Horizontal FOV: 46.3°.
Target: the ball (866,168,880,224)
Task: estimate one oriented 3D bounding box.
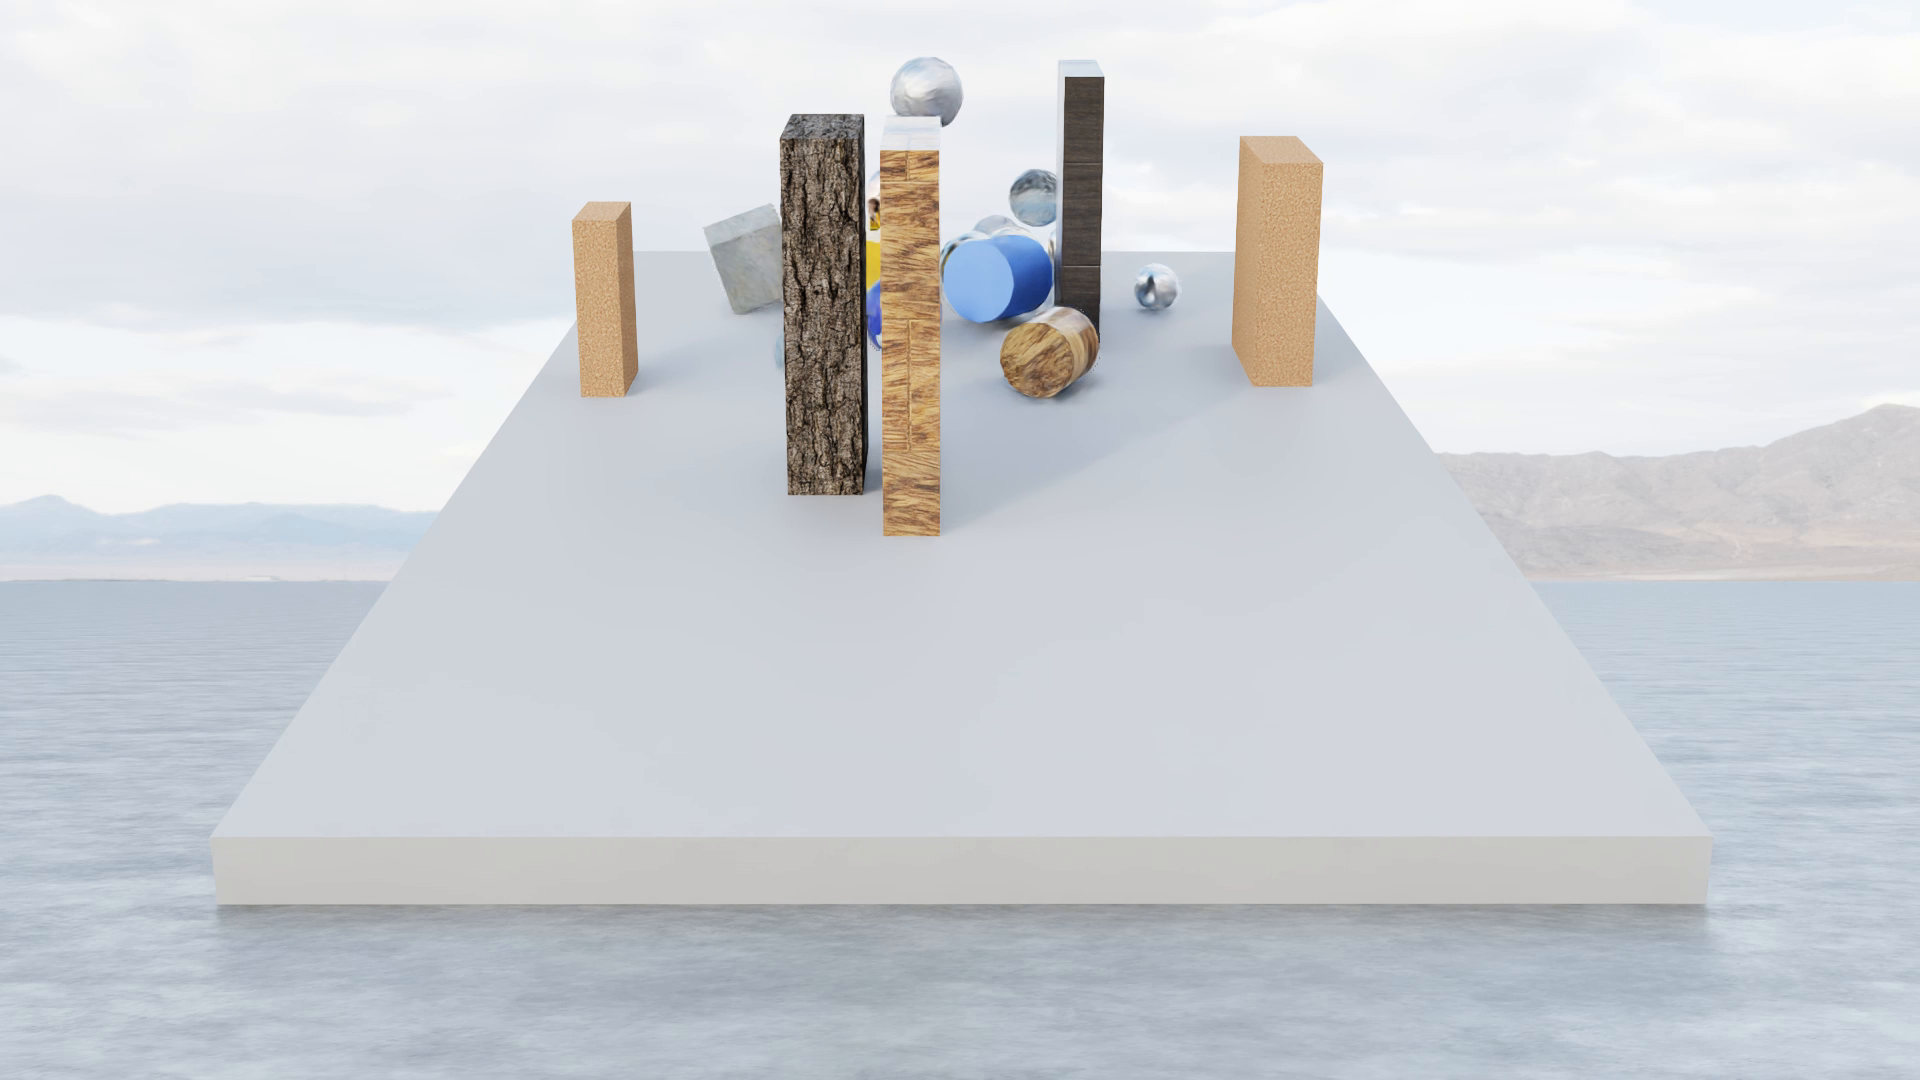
[{"bbox_3d":[-0.165,-0.929,6.068,0.187,0.187,0.187,0,-1,0],"label":"ball"}]

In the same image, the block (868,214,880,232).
[{"bbox_3d":[-0.169,-0.891,6.529,0.192,0.192,0.192,-1,19,-4],"label":"block"}]

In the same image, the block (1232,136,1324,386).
[{"bbox_3d":[0.752,-0.672,5.357,0.138,0.521,0.423,0,18,0],"label":"block"}]

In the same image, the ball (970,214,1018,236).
[{"bbox_3d":[0.105,-0.858,6.477,0.162,0.162,0.162,0,-1,0],"label":"ball"}]

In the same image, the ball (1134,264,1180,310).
[{"bbox_3d":[0.525,-0.677,5.996,0.124,0.124,0.124,0,-1,0],"label":"ball"}]

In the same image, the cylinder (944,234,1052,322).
[{"bbox_3d":[0.099,-0.678,5.806,0.208,0.208,0.208,-1,11,32],"label":"cylinder"}]

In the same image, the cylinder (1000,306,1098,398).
[{"bbox_3d":[0.208,-0.436,5.188,0.177,0.177,0.177,0,17,24],"label":"cylinder"}]

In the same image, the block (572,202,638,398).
[{"bbox_3d":[-0.819,-0.559,5.192,0.099,0.408,0.245,0,18,0],"label":"block"}]

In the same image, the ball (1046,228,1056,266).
[{"bbox_3d":[0.310,-0.821,6.303,0.139,0.139,0.139,0,-1,0],"label":"ball"}]

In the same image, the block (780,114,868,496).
[{"bbox_3d":[-0.266,-0.475,4.480,0.147,0.700,0.346,0,18,0],"label":"block"}]

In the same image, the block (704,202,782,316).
[{"bbox_3d":[-0.551,-0.751,5.988,0.199,0.199,0.199,-20,25,-3],"label":"block"}]

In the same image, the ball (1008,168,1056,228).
[{"bbox_3d":[0.223,-0.986,6.460,0.168,0.168,0.168,0,-1,0],"label":"ball"}]

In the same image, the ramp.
[{"bbox_3d":[-0.004,-0.192,4.896,2.000,0.100,4.000,0,18,0],"label":"ramp"}]

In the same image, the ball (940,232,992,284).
[{"bbox_3d":[0.034,-0.745,6.101,0.186,0.186,0.186,0,-1,0],"label":"ball"}]

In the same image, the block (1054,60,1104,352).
[{"bbox_3d":[0.295,-0.838,5.609,0.096,0.675,0.353,0,18,0],"label":"block"}]

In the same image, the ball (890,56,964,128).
[{"bbox_3d":[-0.092,-1.225,6.165,0.204,0.204,0.204,0,-1,0],"label":"ball"}]

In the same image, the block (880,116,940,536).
[{"bbox_3d":[-0.091,-0.417,4.280,0.105,0.718,0.439,0,18,0],"label":"block"}]

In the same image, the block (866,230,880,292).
[{"bbox_3d":[-0.182,-0.735,6.076,0.181,0.181,0.181,-14,23,-36],"label":"block"}]

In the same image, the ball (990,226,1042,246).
[{"bbox_3d":[0.146,-0.785,6.235,0.172,0.172,0.172,0,-1,0],"label":"ball"}]

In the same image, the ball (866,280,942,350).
[{"bbox_3d":[-0.143,-0.554,5.506,0.201,0.201,0.201,0,-1,0],"label":"ball"}]

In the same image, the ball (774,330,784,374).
[{"bbox_3d":[-0.372,-0.441,5.274,0.133,0.133,0.133,0,-1,0],"label":"ball"}]
